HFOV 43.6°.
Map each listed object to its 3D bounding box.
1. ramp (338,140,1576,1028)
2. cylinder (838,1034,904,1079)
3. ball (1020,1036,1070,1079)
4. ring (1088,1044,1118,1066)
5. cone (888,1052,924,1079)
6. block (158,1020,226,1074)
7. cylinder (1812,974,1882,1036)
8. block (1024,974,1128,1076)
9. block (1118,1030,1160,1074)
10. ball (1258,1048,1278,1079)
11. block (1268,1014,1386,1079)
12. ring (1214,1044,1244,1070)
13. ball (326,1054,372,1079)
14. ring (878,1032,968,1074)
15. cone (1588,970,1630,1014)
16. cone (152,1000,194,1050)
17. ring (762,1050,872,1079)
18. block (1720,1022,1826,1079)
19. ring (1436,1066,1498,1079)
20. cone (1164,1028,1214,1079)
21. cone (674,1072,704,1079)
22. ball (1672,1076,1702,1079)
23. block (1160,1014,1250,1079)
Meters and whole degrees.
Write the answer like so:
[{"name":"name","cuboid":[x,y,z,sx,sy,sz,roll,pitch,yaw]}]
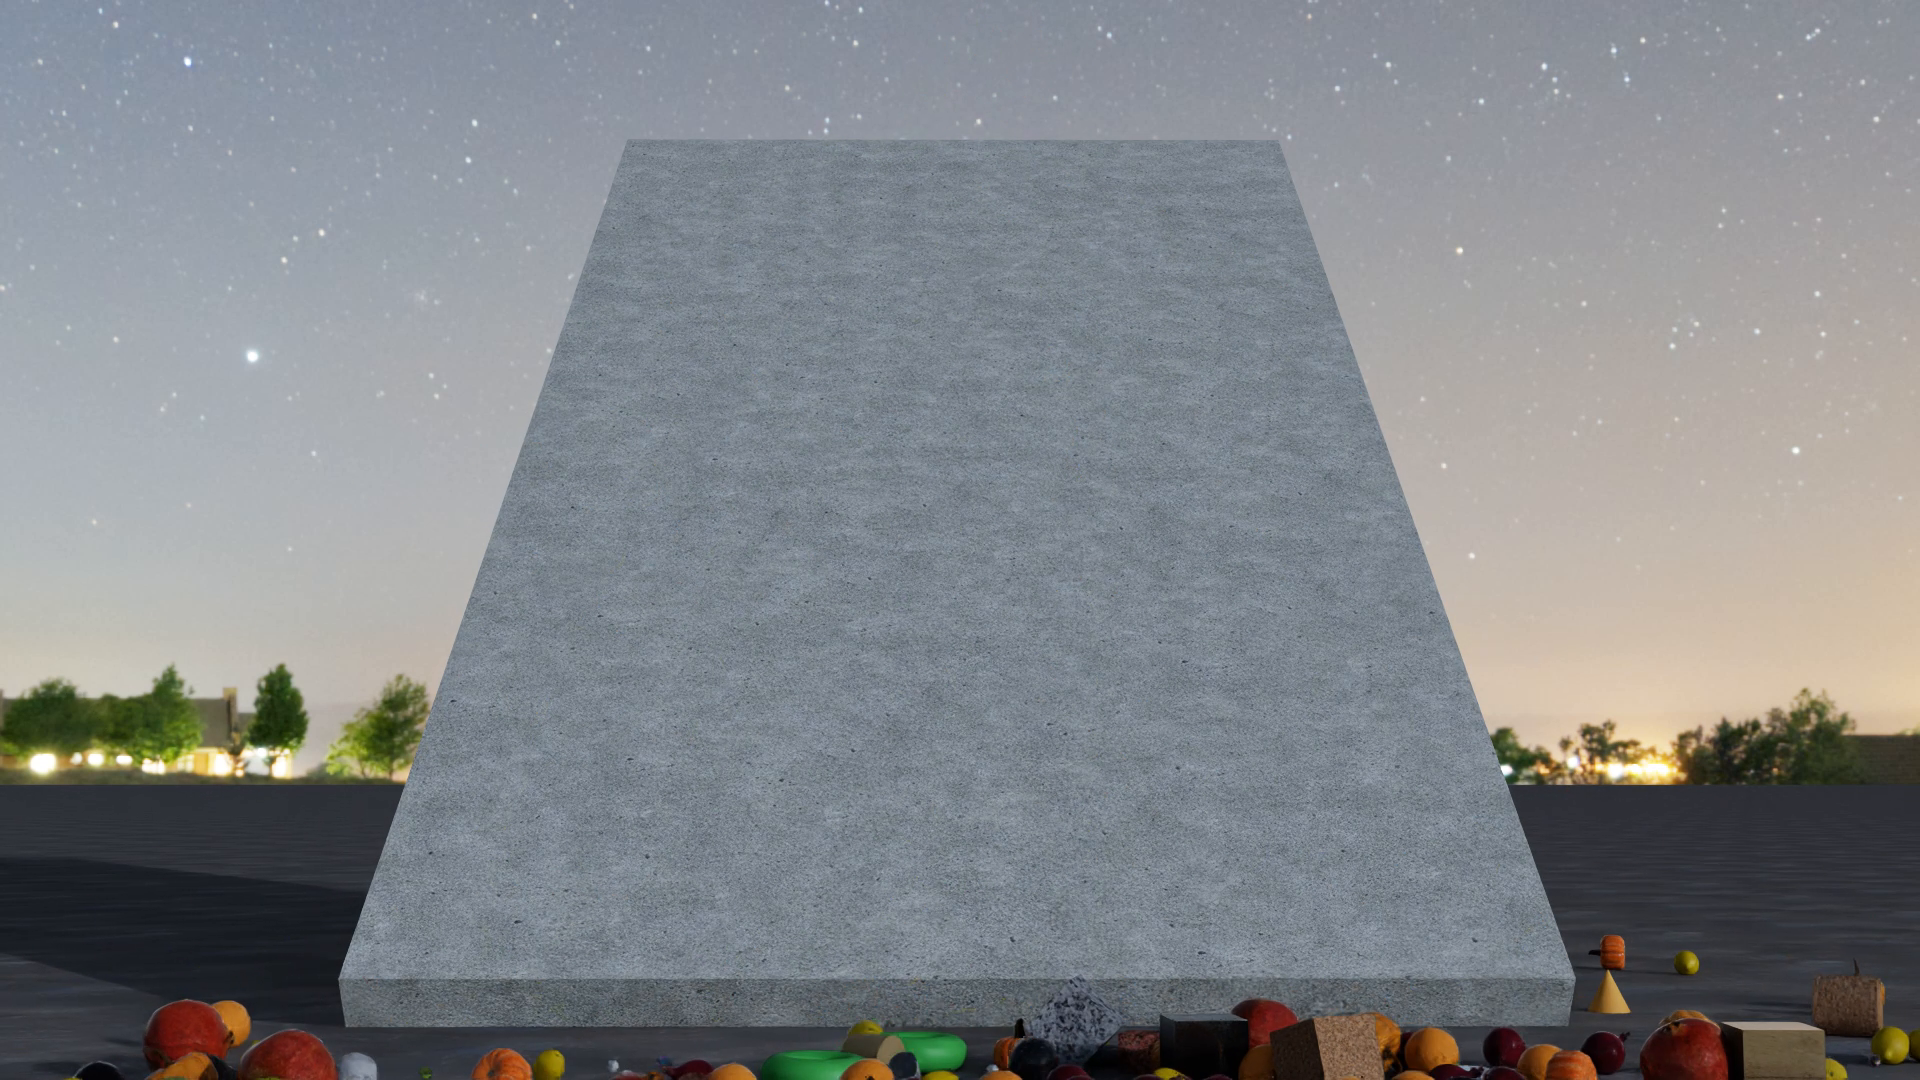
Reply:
[{"name":"ramp","cuboid":[-0.012,-0.217,5.653,2.000,0.100,4.000,0,29,0]},{"name":"cylinder","cuboid":[-0.120,0.693,3.206,0.063,0.063,0.063,-4,-7,38]},{"name":"ball","cuboid":[0.111,0.687,3.157,0.066,0.066,0.066,0,-6,0]},{"name":"ring","cuboid":[0.208,0.733,3.411,0.077,0.026,0.077,1,-5,0]},{"name":"cone","cuboid":[-0.059,0.707,3.151,0.054,0.054,0.054,-4,-33,33]},{"name":"block","cuboid":[-1.073,0.707,3.355,0.064,0.064,0.064,-4,-7,33]},{"name":"cylinder","cuboid":[1.404,0.735,3.797,0.095,0.095,0.095,-3,-6,25]},{"name":"block","cuboid":[0.161,0.671,3.326,0.093,0.093,0.093,44,3,12]},{"name":"block","cuboid":[0.254,0.710,3.328,0.054,0.054,0.054,-2,-6,20]},{"name":"ball","cuboid":[0.418,0.691,3.138,0.055,0.055,0.055,0,-6,0]},{"name":"block","cuboid":[0.454,0.644,2.968,0.092,0.092,0.092,3,-23,-30]},{"name":"ring","cuboid":[0.354,0.726,3.374,0.092,0.031,0.092,0,-7,0]},{"name":"ball","cuboid":[-0.778,0.682,3.056,0.056,0.056,0.056,0,-6,0]},{"name":"ring","cuboid":[-0.062,0.716,3.355,0.146,0.049,0.146,0,-7,0]},{"name":"cone","cuboid":[1.133,0.786,4.194,0.073,0.073,0.073,0,-6,0]},{"name":"cone","cuboid":[-1.157,0.747,3.610,0.080,0.080,0.080,38,-26,-28]},{"name":"ring","cuboid":[-0.186,0.692,3.111,0.144,0.048,0.144,1,-5,0]},{"name":"block","cuboid":[1.006,0.652,2.972,0.099,0.099,0.099,0,-6,2]},{"name":"ring","cuboid":[0.664,0.705,3.143,0.081,0.027,0.081,-1,-4,0]},{"name":"cone","cuboid":[0.329,0.715,3.271,0.074,0.074,0.074,-4,-33,34]},{"name":"cone","cuboid":[-0.274,0.647,2.636,0.095,0.095,0.095,35,-25,-30]},{"name":"ball","cuboid":[0.783,0.619,2.577,0.085,0.085,0.085,0,-6,0]},{"name":"block","cuboid":[0.316,0.667,3.113,0.096,0.096,0.096,1,-6,-7]}]
